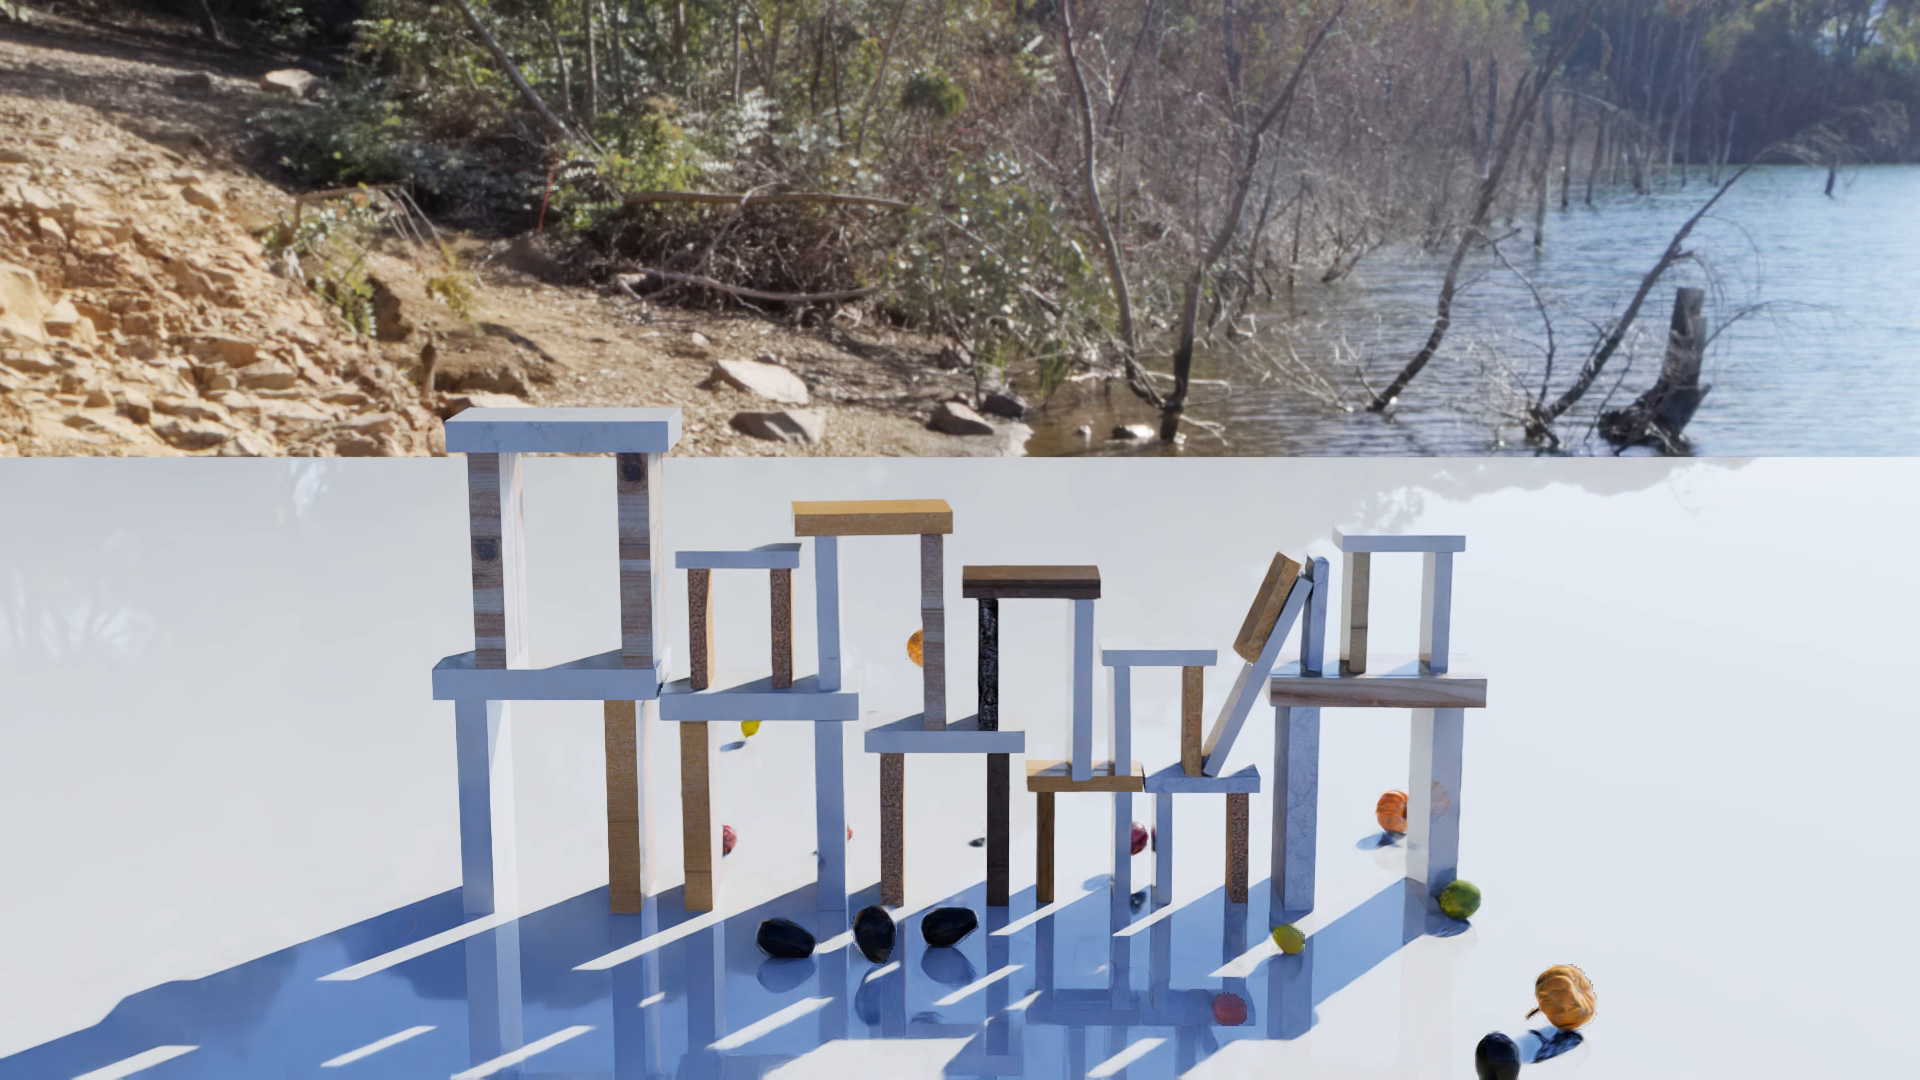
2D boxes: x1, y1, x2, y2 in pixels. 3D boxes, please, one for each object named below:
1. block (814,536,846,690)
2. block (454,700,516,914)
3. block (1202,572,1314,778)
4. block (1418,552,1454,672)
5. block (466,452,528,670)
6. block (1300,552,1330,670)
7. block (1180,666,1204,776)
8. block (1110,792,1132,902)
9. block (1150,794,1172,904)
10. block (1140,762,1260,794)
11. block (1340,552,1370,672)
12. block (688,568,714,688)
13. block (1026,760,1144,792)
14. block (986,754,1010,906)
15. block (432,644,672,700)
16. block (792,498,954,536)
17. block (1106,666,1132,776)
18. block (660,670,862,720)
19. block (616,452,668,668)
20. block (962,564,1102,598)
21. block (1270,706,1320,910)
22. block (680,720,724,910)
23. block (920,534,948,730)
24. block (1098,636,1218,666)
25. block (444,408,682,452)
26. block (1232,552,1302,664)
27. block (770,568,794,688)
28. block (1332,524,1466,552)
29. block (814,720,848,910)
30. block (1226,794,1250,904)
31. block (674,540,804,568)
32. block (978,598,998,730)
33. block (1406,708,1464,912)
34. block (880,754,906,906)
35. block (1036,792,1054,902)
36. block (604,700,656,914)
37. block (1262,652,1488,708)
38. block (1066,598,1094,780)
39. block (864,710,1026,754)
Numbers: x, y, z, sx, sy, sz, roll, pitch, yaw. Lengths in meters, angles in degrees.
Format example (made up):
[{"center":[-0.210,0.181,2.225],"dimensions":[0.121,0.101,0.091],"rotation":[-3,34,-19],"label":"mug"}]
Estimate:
[{"center":[-0.212,0.106,3.583],"dimensions":[0.036,0.253,0.126],"rotation":[-1,11,0],"label":"block"},{"center":[-0.782,0.415,3.632],"dimensions":[0.051,0.357,0.179],"rotation":[0,11,0],"label":"block"},{"center":[0.481,0.216,3.588],"dimensions":[0.025,0.355,0.089],"rotation":[25,9,-3],"label":"block"},{"center":[0.773,0.108,3.576],"dimensions":[0.028,0.197,0.099],"rotation":[0,11,1],"label":"block"},{"center":[-0.747,0.019,3.558],"dimensions":[0.049,0.348,0.174],"rotation":[0,11,0],"label":"block"},{"center":[0.578,0.116,3.584],"dimensions":[0.025,0.177,0.089],"rotation":[2,11,1],"label":"block"},{"center":[0.381,0.286,3.616],"dimensions":[0.026,0.186,0.093],"rotation":[0,11,1],"label":"block"},{"center":[0.268,0.496,3.657],"dimensions":[0.027,0.189,0.094],"rotation":[0,11,0],"label":"block"},{"center":[0.335,0.497,3.653],"dimensions":[0.027,0.188,0.094],"rotation":[-1,11,0],"label":"block"},{"center":[0.396,0.392,3.633],"dimensions":[0.188,0.027,0.094],"rotation":[0,11,0],"label":"block"},{"center":[0.642,0.108,3.577],"dimensions":[0.028,0.197,0.099],"rotation":[0,11,1],"label":"block"},{"center":[-0.422,0.134,3.582],"dimensions":[0.028,0.198,0.099],"rotation":[0,11,0],"label":"block"},{"center":[0.205,0.390,3.637],"dimensions":[0.189,0.027,0.094],"rotation":[0,11,0],"label":"block"},{"center":[0.062,0.461,3.650],"dimensions":[0.037,0.260,0.130],"rotation":[0,11,0],"label":"block"},{"center":[-0.663,0.215,3.595],"dimensions":[0.357,0.051,0.179],"rotation":[0,11,0],"label":"block"},{"center":[-0.144,-0.037,3.557],"dimensions":[0.253,0.036,0.126],"rotation":[-1,11,-7],"label":"block"},{"center":[0.261,0.285,3.619],"dimensions":[0.026,0.185,0.093],"rotation":[-2,11,-3],"label":"block"},{"center":[-0.323,0.253,3.606],"dimensions":[0.320,0.045,0.160],"rotation":[0,11,0],"label":"block"},{"center":[-0.514,0.018,3.559],"dimensions":[0.049,0.348,0.174],"rotation":[0,11,0],"label":"block"},{"center":[0.115,0.067,3.560],"dimensions":[0.221,0.031,0.110],"rotation":[0,11,0],"label":"block"},{"center":[0.554,0.420,3.641],"dimensions":[0.049,0.344,0.172],"rotation":[0,11,1],"label":"block"},{"center":[-0.427,0.433,3.638],"dimensions":[0.045,0.320,0.160],"rotation":[0,11,0],"label":"block"},{"center":[-0.042,0.139,3.590],"dimensions":[0.036,0.321,0.126],"rotation":[-1,11,1],"label":"block"},{"center":[0.321,0.182,3.595],"dimensions":[0.185,0.026,0.093],"rotation":[0,11,-1],"label":"block"},{"center":[-0.631,-0.177,3.523],"dimensions":[0.348,0.049,0.174],"rotation":[0,11,0],"label":"block"},{"center":[0.499,0.109,3.581],"dimensions":[0.025,0.177,0.089],"rotation":[24,6,-6],"label":"block"},{"center":[-0.290,0.134,3.582],"dimensions":[0.028,0.198,0.099],"rotation":[0,11,0],"label":"block"},{"center":[0.708,-0.003,3.556],"dimensions":[0.197,0.028,0.099],"rotation":[0,11,0],"label":"block"},{"center":[-0.212,0.433,3.637],"dimensions":[0.045,0.319,0.160],"rotation":[-1,11,-1],"label":"block"},{"center":[0.460,0.497,3.653],"dimensions":[0.027,0.188,0.094],"rotation":[-1,11,0],"label":"block"},{"center":[-0.356,0.023,3.562],"dimensions":[0.198,0.028,0.099],"rotation":[0,11,0],"label":"block"},{"center":[0.046,0.190,3.592],"dimensions":[0.031,0.220,0.110],"rotation":[0,11,0],"label":"block"},{"center":[0.784,0.421,3.639],"dimensions":[0.049,0.344,0.172],"rotation":[0,11,0],"label":"block"},{"center":[-0.111,0.461,3.650],"dimensions":[0.037,0.260,0.130],"rotation":[0,11,0],"label":"block"},{"center":[0.142,0.496,3.657],"dimensions":[0.027,0.189,0.095],"rotation":[0,11,0],"label":"block"},{"center":[-0.544,0.415,3.632],"dimensions":[0.051,0.357,0.179],"rotation":[0,11,0],"label":"block"},{"center":[0.672,0.229,3.599],"dimensions":[0.344,0.049,0.172],"rotation":[0,11,2],"label":"block"},{"center":[0.195,0.231,3.589],"dimensions":[0.031,0.302,0.110],"rotation":[0,12,-3],"label":"block"},{"center":[-0.025,0.315,3.623],"dimensions":[0.260,0.037,0.130],"rotation":[0,11,0],"label":"block"}]
